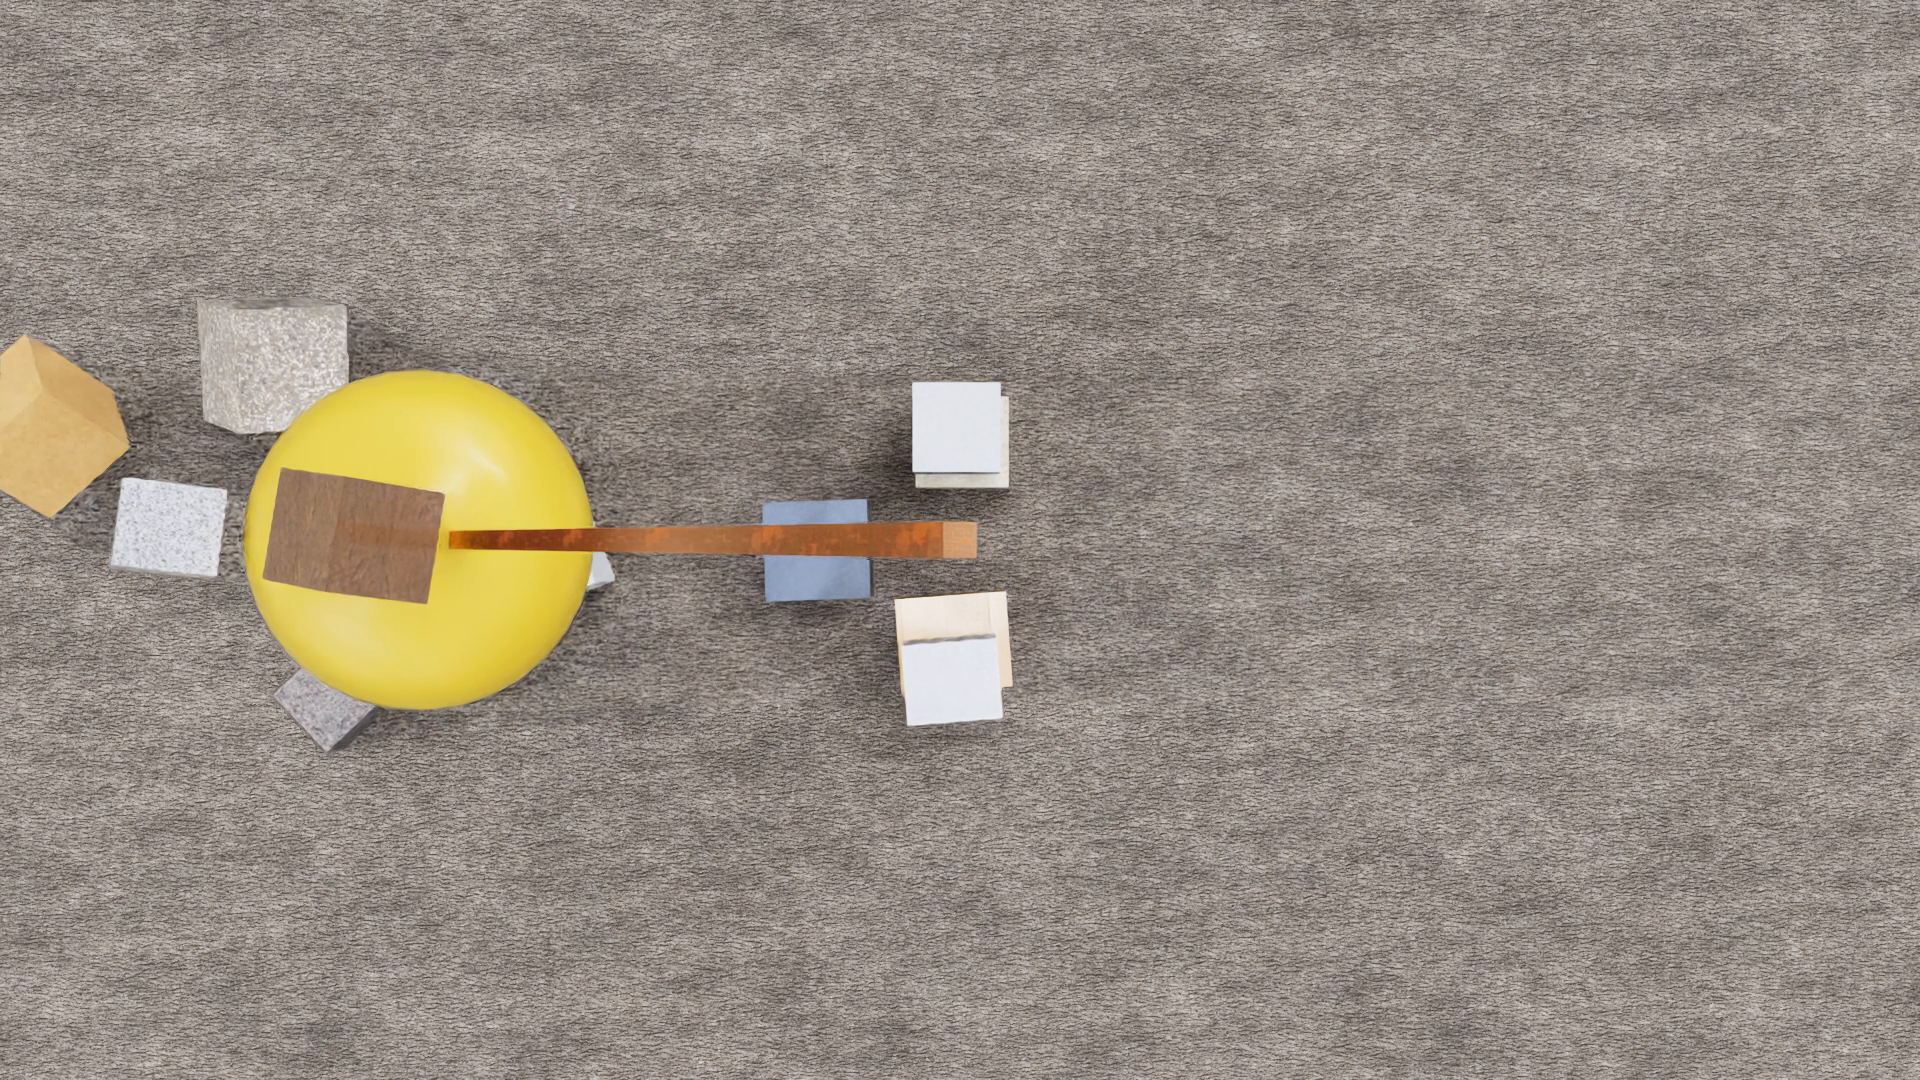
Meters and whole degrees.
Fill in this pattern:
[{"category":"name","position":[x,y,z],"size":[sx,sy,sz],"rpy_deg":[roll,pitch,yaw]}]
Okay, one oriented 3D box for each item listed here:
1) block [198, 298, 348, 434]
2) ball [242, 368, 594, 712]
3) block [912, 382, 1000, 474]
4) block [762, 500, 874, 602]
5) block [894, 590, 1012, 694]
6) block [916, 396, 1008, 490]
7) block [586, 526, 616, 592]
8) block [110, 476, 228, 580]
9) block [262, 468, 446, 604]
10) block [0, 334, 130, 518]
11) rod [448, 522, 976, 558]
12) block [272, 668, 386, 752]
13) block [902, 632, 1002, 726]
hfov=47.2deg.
[{"category":"block","position":[-3.875,-0.995,12.427],"size":[0.624,0.649,0.679],"rpy_deg":[-7,103,-35]},{"category":"ball","position":[-2.525,0.000,10.314],"size":[1.600,1.600,1.600],"rpy_deg":[0,90,0]},{"category":"block","position":[-0.019,-0.617,12.270],"size":[0.480,0.490,0.488],"rpy_deg":[0,90,0]},{"category":"block","position":[-0.813,0.059,12.723],"size":[0.593,0.555,0.559],"rpy_deg":[-2,90,0]},{"category":"block","position":[-0.036,0.582,12.721],"size":[0.630,0.558,0.538],"rpy_deg":[-4,90,0]},{"category":"block","position":[0.012,-0.558,12.758],"size":[0.529,0.485,0.515],"rpy_deg":[0,90,0]},{"category":"block","position":[-2.530,0.014,12.633],"size":[0.768,0.735,0.776],"rpy_deg":[-21,90,0]},{"category":"block","position":[-3.649,-0.048,10.134],"size":[0.449,0.487,0.396],"rpy_deg":[7,85,-21]},{"category":"block","position":[-2.527,-0.016,9.171],"size":[0.482,0.489,0.472],"rpy_deg":[7,88,42]},{"category":"block","position":[-5.169,-0.637,12.338],"size":[0.625,0.616,0.571],"rpy_deg":[-40,49,6]},{"category":"rod","position":[-1.094,0.000,7.230],"size":[0.080,5.200,0.080],"rpy_deg":[0,90,-25]},{"category":"block","position":[-3.636,0.915,12.796],"size":[0.400,0.408,0.450],"rpy_deg":[-43,90,0]},{"category":"block","position":[-0.044,0.769,12.209],"size":[0.520,0.462,0.438],"rpy_deg":[-5,91,0]}]
